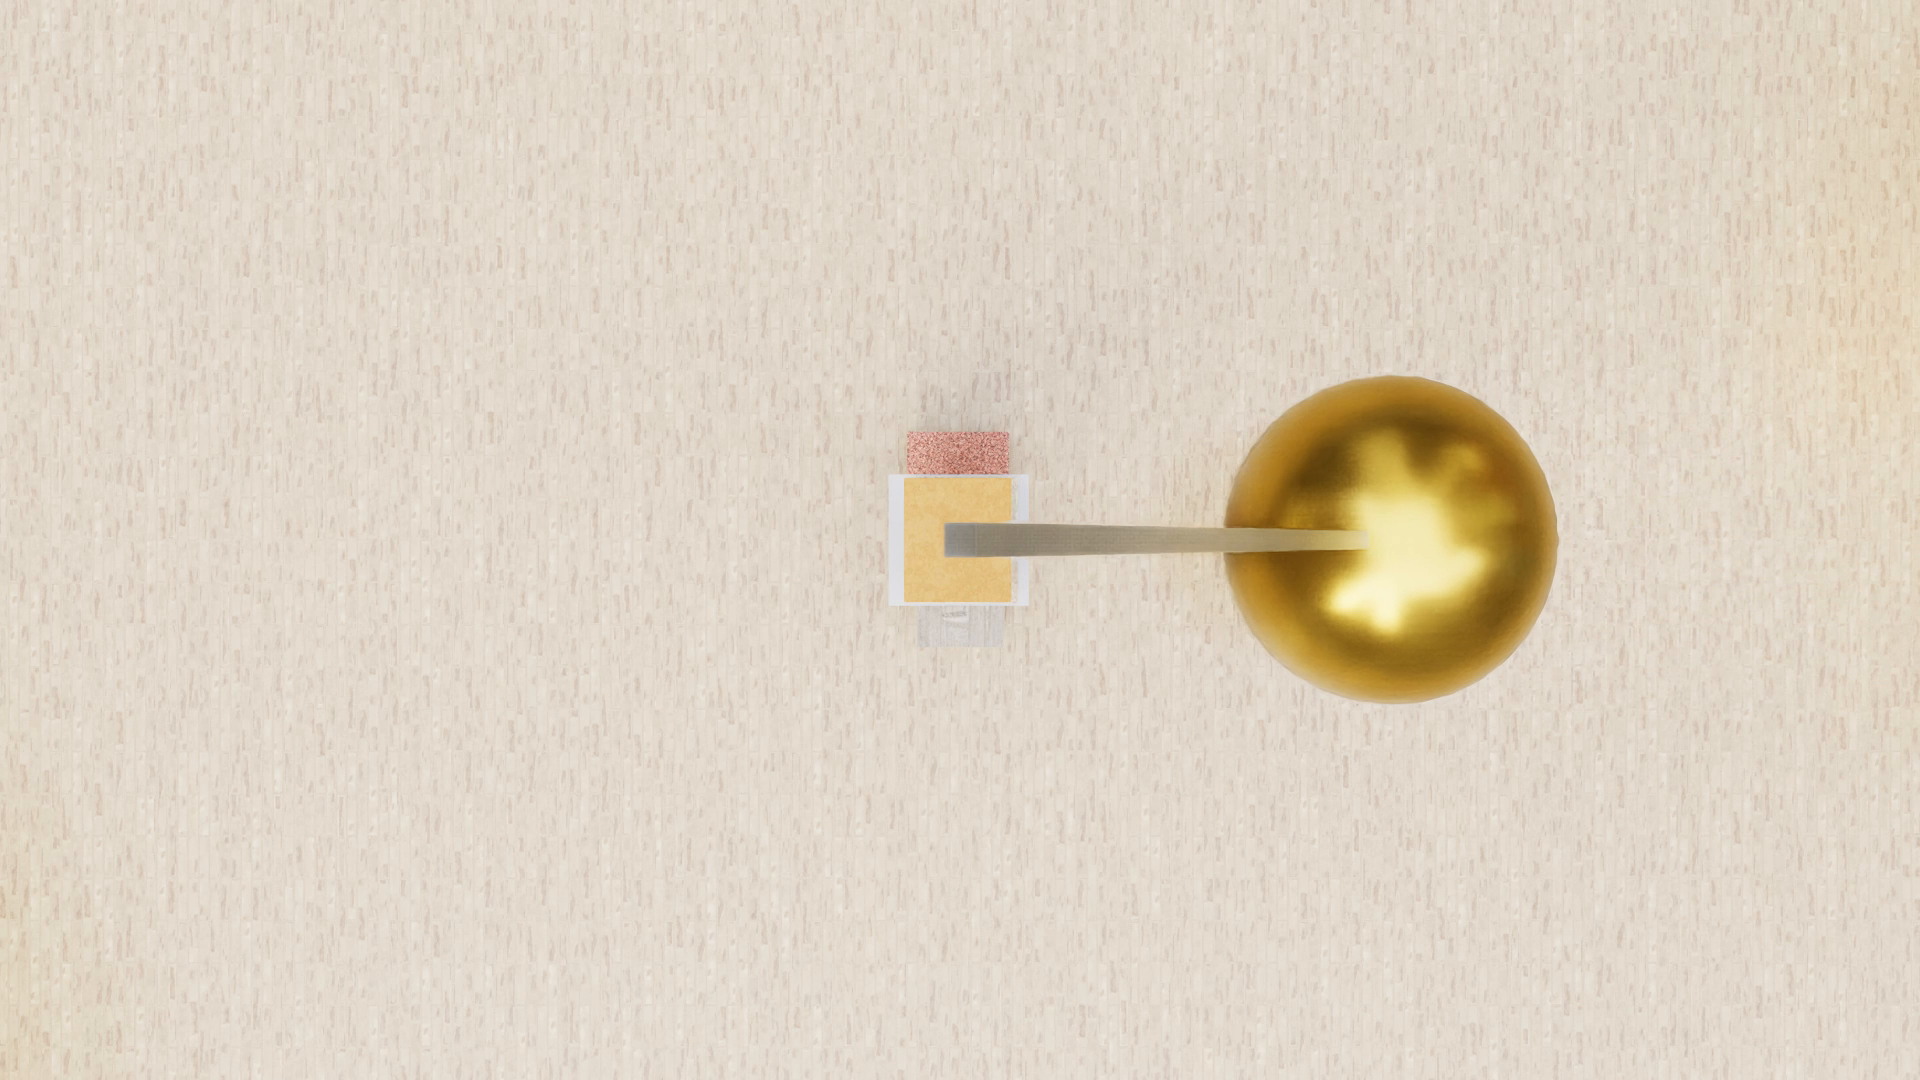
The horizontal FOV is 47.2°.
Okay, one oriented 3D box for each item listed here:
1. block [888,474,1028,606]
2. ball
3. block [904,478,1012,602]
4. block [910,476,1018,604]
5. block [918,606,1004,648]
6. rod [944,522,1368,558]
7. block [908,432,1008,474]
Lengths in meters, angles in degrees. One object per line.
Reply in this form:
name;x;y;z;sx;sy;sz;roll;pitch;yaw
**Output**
block;-0.006;0.000;11.016;0.682;0.561;0.640;0;90;0
ball;2.074;0.000;10.653;1.600;1.600;1.600;0;90;0
block;-0.011;0.000;9.970;0.474;0.529;0.549;0;90;0
block;0.018;0.000;10.485;0.506;0.502;0.590;0;90;0
block;0.002;0.334;12.740;0.489;0.521;0.547;0;90;0
rod;0.899;0.000;7.463;0.080;5.200;0.080;0;90;20
block;-0.011;-0.279;12.671;0.572;0.658;0.658;0;90;0
